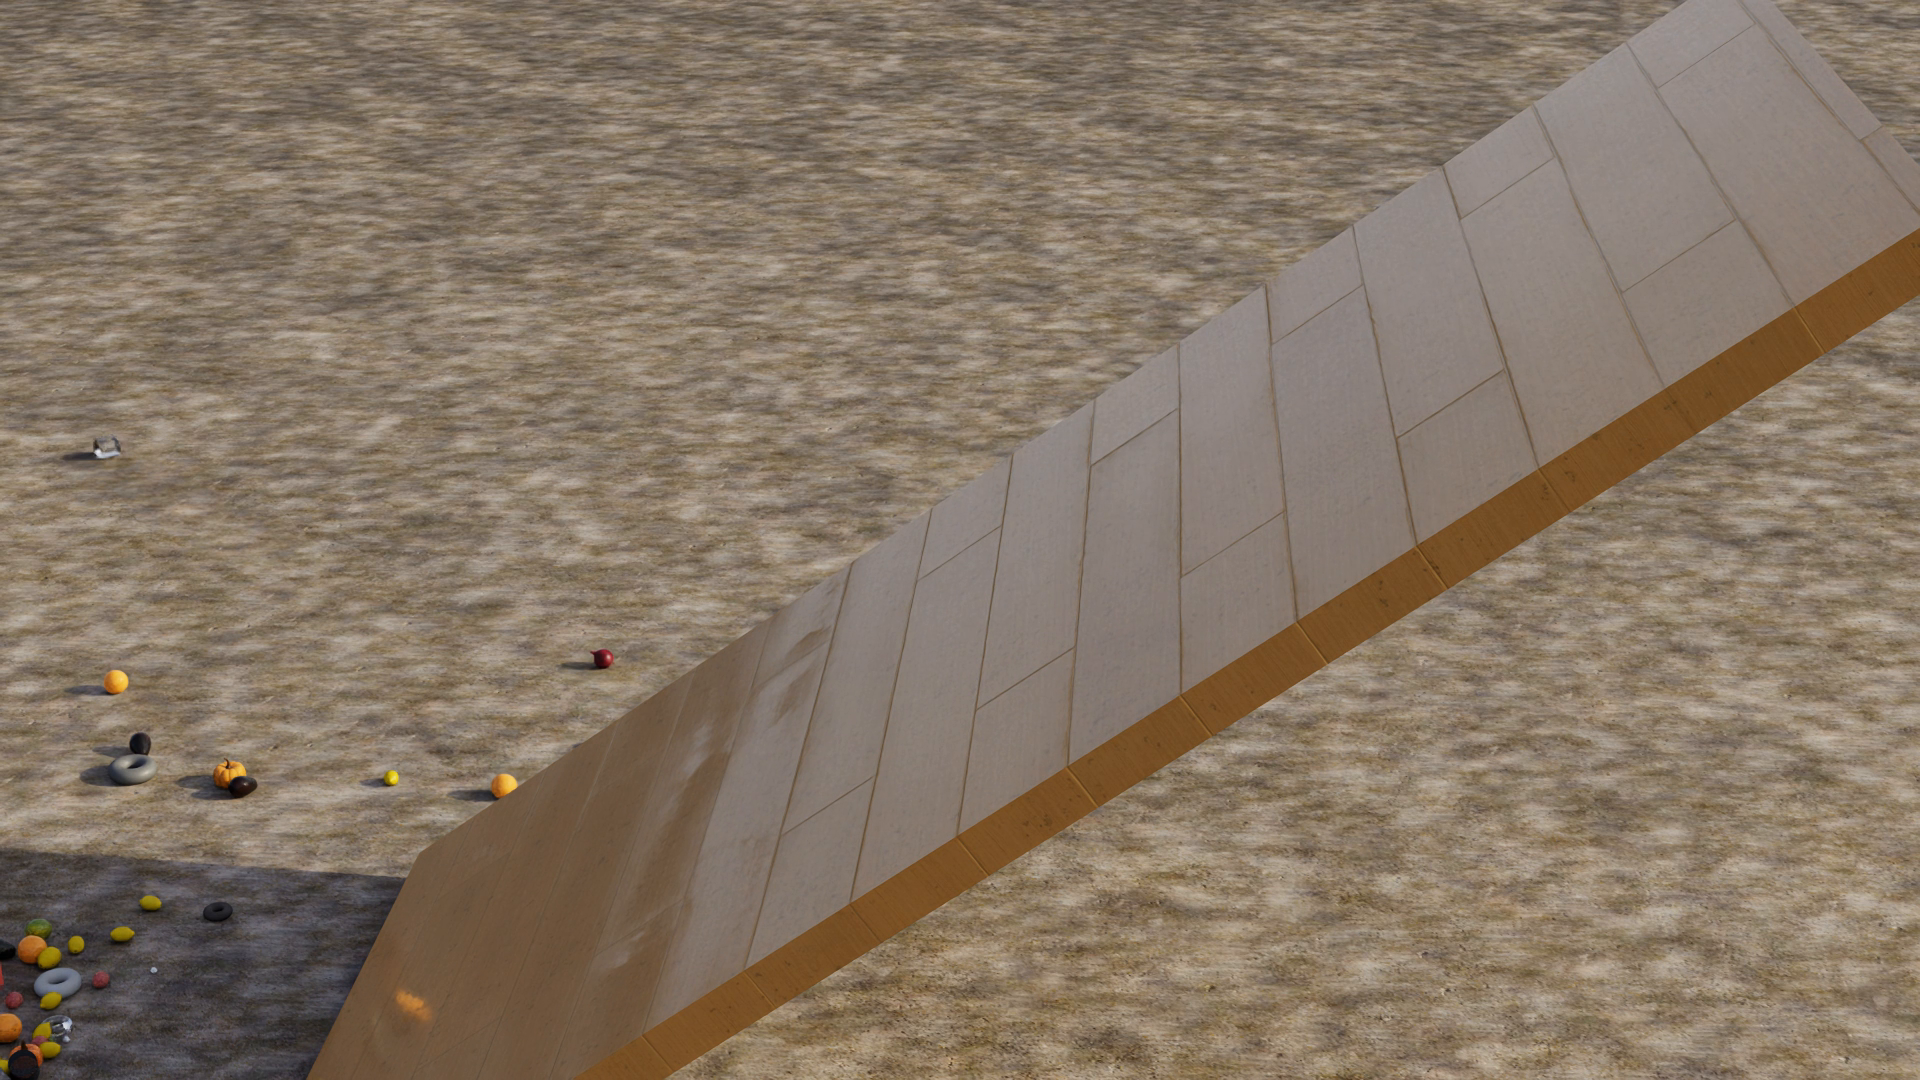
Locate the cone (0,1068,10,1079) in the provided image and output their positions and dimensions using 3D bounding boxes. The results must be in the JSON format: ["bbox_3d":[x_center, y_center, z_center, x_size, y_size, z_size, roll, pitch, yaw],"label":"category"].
[{"bbox_3d":[-2.231,1.255,6.837,0.083,0.083,0.083,0,22,0],"label":"cone"}]

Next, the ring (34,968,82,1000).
[{"bbox_3d":[-2.233,1.098,7.280,0.115,0.038,0.115,-1,23,0],"label":"ring"}]

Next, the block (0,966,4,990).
[{"bbox_3d":[-2.423,1.082,7.246,0.094,0.094,0.094,1,22,2],"label":"block"}]

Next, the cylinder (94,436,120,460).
[{"bbox_3d":[-3.116,-0.336,10.746,0.070,0.070,0.070,-18,28,-37],"label":"cylinder"}]

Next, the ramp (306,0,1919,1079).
[{"bbox_3d":[0.131,0.177,6.317,4.000,0.100,2.000,-34,16,16],"label":"ramp"}]

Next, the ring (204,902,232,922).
[{"bbox_3d":[-1.925,0.964,7.628,0.075,0.025,0.075,0,23,0],"label":"ring"}]

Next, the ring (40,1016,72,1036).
[{"bbox_3d":[-2.185,1.174,7.111,0.076,0.025,0.076,-1,22,1],"label":"ring"}]

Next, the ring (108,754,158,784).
[{"bbox_3d":[-2.352,0.652,8.363,0.137,0.046,0.137,1,22,0],"label":"ring"}]

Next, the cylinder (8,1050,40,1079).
[{"bbox_3d":[-2.189,1.234,6.877,0.065,0.065,0.065,5,59,-8],"label":"cylinder"}]
